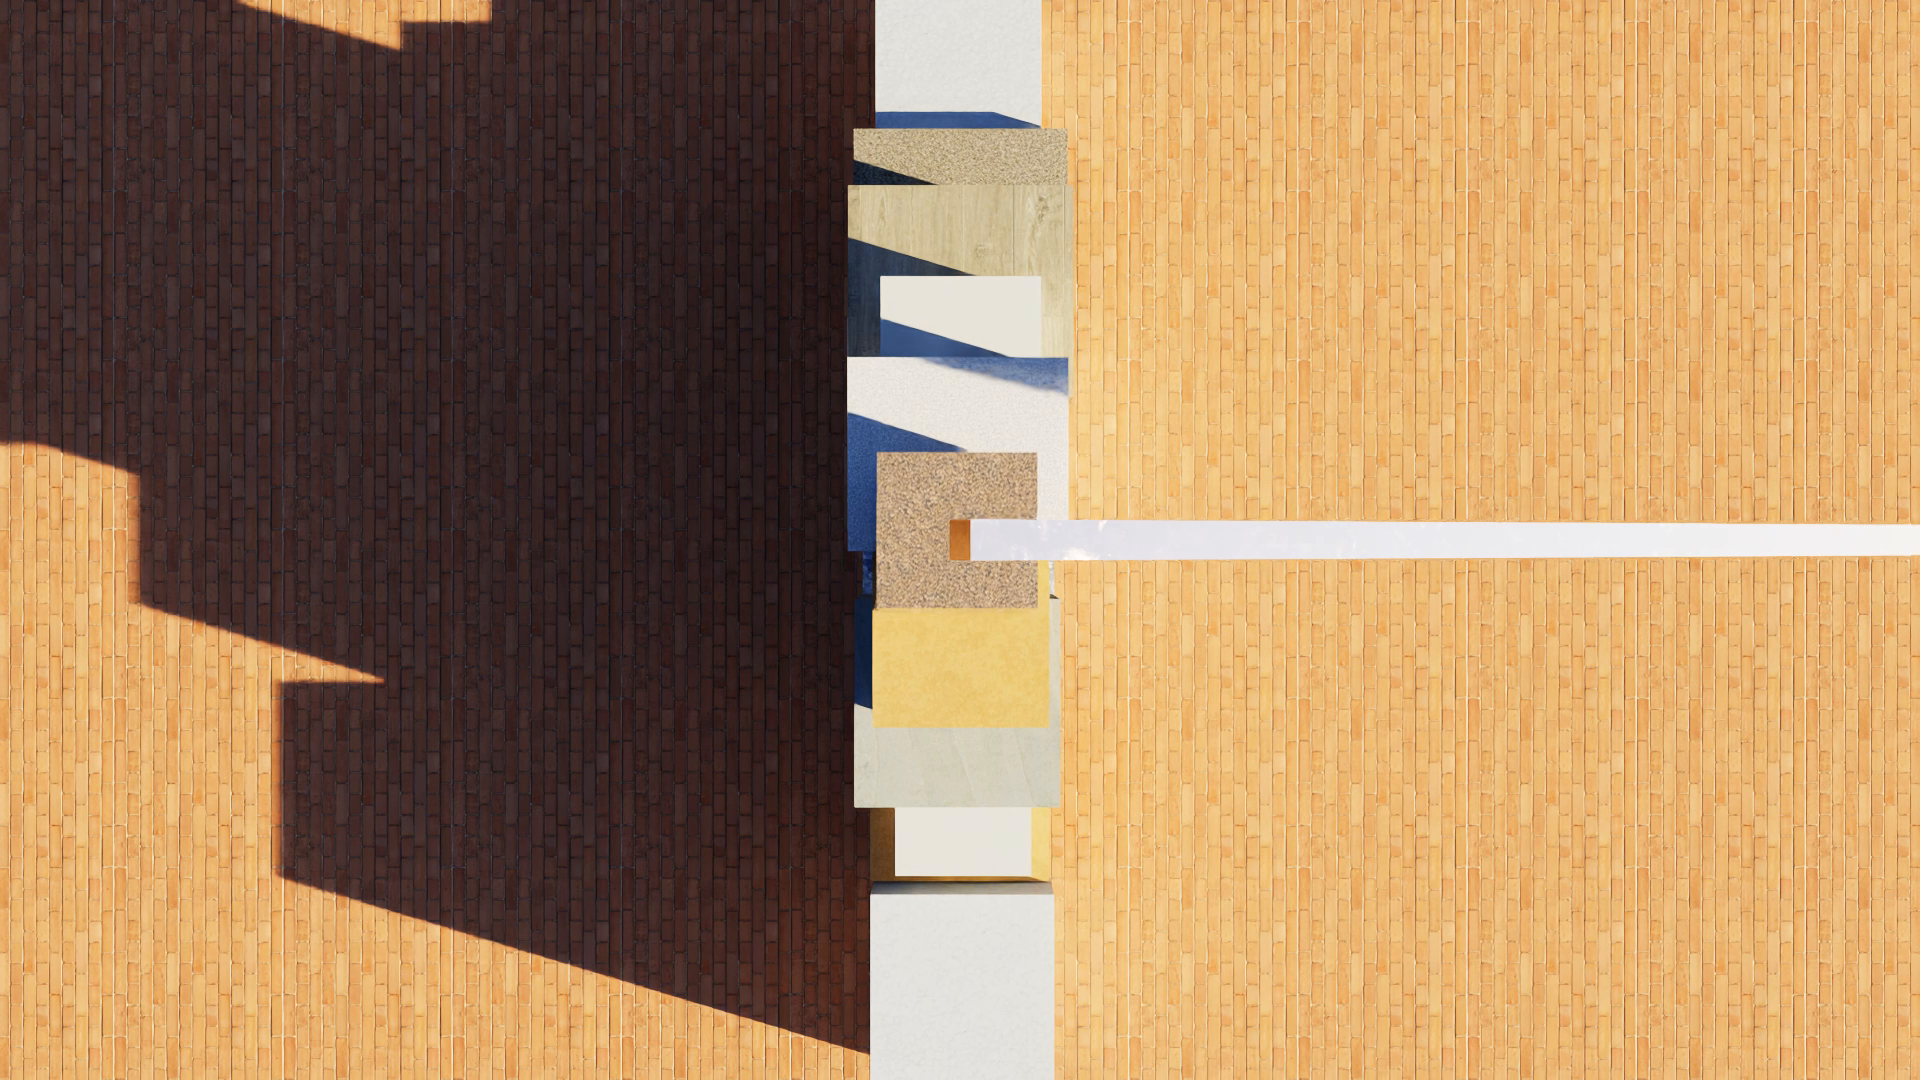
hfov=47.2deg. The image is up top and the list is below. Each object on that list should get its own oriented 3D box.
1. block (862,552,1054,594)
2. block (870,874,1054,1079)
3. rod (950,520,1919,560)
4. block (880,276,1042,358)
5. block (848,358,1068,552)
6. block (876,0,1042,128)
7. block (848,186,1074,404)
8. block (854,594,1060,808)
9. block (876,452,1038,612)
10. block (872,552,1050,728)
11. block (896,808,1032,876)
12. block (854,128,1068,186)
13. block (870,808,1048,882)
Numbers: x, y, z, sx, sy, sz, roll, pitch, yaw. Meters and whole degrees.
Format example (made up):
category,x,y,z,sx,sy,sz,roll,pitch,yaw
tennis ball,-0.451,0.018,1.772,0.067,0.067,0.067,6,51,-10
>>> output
category,x,y,z,sx,sy,sz,roll,pitch,yaw
block,-0.007,0.457,12.403,1.029,1.194,1.014,0,90,0
block,0.013,2.479,12.380,0.983,1.240,1.165,0,90,0
rod,2.212,0.000,5.666,5.200,0.080,0.080,0,90,-32
block,0.004,-0.843,10.468,0.738,0.694,0.742,0,90,0
block,-0.008,-0.367,9.689,0.930,0.865,0.816,0,91,0
block,-0.009,-2.663,12.597,0.919,0.807,0.798,0,90,0
block,0.004,-1.223,11.390,1.110,1.151,1.044,0,90,0
block,-0.012,0.740,10.466,0.936,0.975,0.946,0,90,0
block,-0.011,-0.019,8.826,0.623,0.645,0.605,0,87,0
block,0.004,0.413,9.562,0.734,0.833,0.733,0,90,0
block,0.017,1.356,11.791,0.706,0.745,0.776,0,90,0
block,0.004,-1.738,12.525,1.173,0.949,1.032,0,90,0
block,-0.003,1.430,12.581,0.989,0.837,0.913,0,90,0
